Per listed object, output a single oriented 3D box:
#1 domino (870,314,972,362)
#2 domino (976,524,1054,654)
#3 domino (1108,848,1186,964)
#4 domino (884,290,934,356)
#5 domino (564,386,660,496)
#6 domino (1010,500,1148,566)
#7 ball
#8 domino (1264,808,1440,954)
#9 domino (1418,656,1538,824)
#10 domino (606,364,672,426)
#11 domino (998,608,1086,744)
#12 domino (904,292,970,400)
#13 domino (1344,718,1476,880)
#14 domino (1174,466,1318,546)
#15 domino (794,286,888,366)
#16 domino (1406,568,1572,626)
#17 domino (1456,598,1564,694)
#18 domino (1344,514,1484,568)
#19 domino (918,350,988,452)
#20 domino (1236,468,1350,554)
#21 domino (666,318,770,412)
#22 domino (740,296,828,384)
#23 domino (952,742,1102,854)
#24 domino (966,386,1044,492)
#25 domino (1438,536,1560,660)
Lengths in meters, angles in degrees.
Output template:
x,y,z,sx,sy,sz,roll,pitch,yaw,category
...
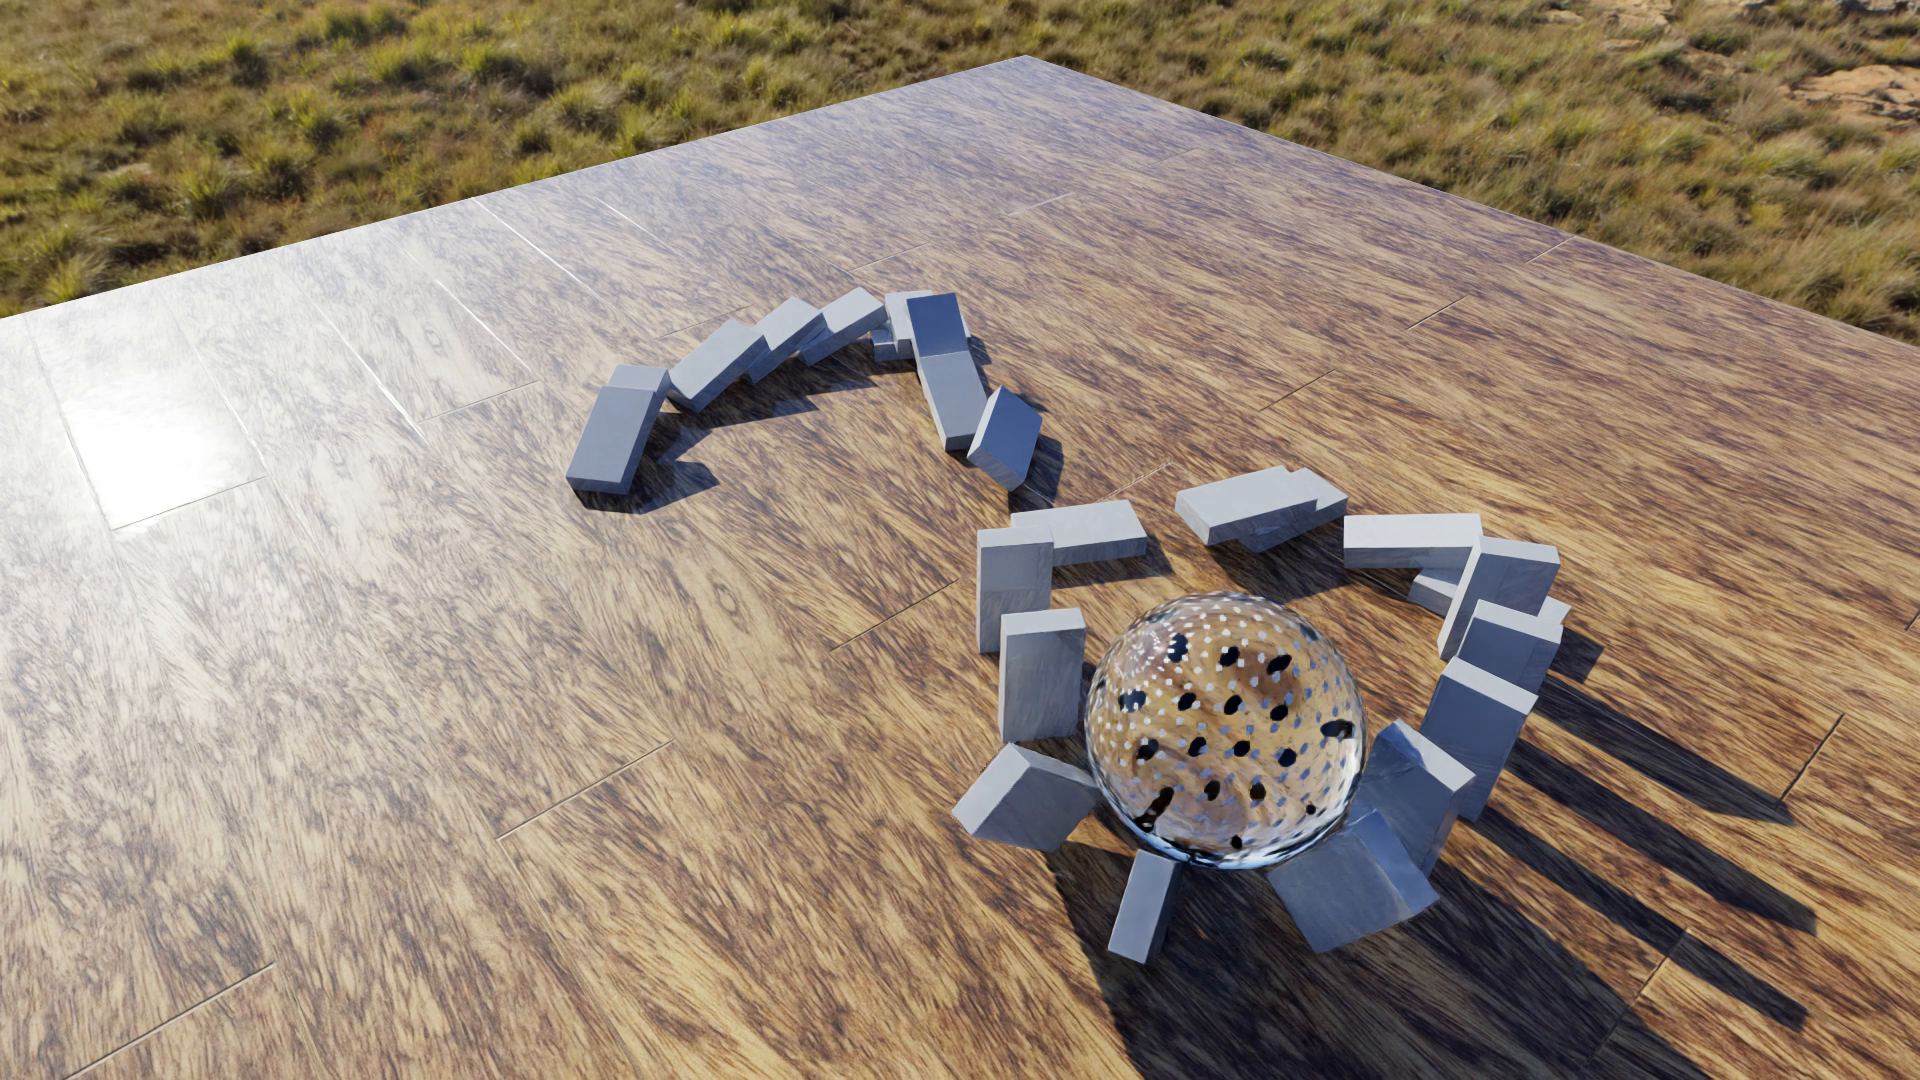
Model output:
x,y,z,sx,sy,sz,roll,pitch,yaw,category
-0.021,-0.105,0.572,0.050,0.010,0.025,-7,40,-8,domino
0.019,0.018,0.390,0.025,0.050,0.010,-4,40,-5,domino
0.050,0.096,0.290,0.010,0.050,0.025,16,78,19,domino
-0.023,-0.112,0.565,0.025,0.009,0.050,-6,40,-8,domino
-0.152,-0.044,0.484,0.025,0.010,0.050,6,60,7,domino
0.048,-0.002,0.446,0.050,0.010,0.025,-7,40,-9,domino
0.076,0.055,0.321,0.080,0.080,0.080,0,39,0,ball
0.103,0.092,0.294,0.009,0.050,0.025,-21,67,-24,domino
0.154,0.062,0.336,0.025,0.050,0.009,29,47,30,domino
-0.154,-0.060,0.509,0.025,0.010,0.050,5,51,6,domino
0.026,0.045,0.357,0.025,0.050,0.009,-5,40,-6,domino
-0.010,-0.095,0.537,0.025,0.010,0.050,-10,77,-12,domino
0.127,0.078,0.316,0.009,0.050,0.025,-25,45,-27,domino
0.116,-0.014,0.446,0.050,0.010,0.025,-14,41,-17,domino
-0.065,-0.111,0.569,0.050,0.010,0.025,-34,48,-15,domino
0.199,0.024,0.415,0.050,0.009,0.025,29,48,31,domino
0.173,0.045,0.357,0.025,0.050,0.009,19,43,22,domino
0.177,0.000,0.432,0.050,0.010,0.025,-1,31,21,domino
-0.001,-0.065,0.512,0.025,0.010,0.050,-10,57,-12,domino
0.134,-0.013,0.459,0.050,0.010,0.025,-21,44,-24,domino
-0.120,-0.085,0.537,0.025,0.009,0.050,28,64,30,domino
-0.094,-0.101,0.556,0.050,0.009,0.025,-43,52,-19,domino
0.021,0.075,0.316,0.025,0.050,0.009,-51,53,5,domino
0.021,-0.046,0.489,0.025,0.009,0.050,37,39,-15,domino
0.187,0.023,0.384,0.025,0.050,0.009,9,40,11,domino
